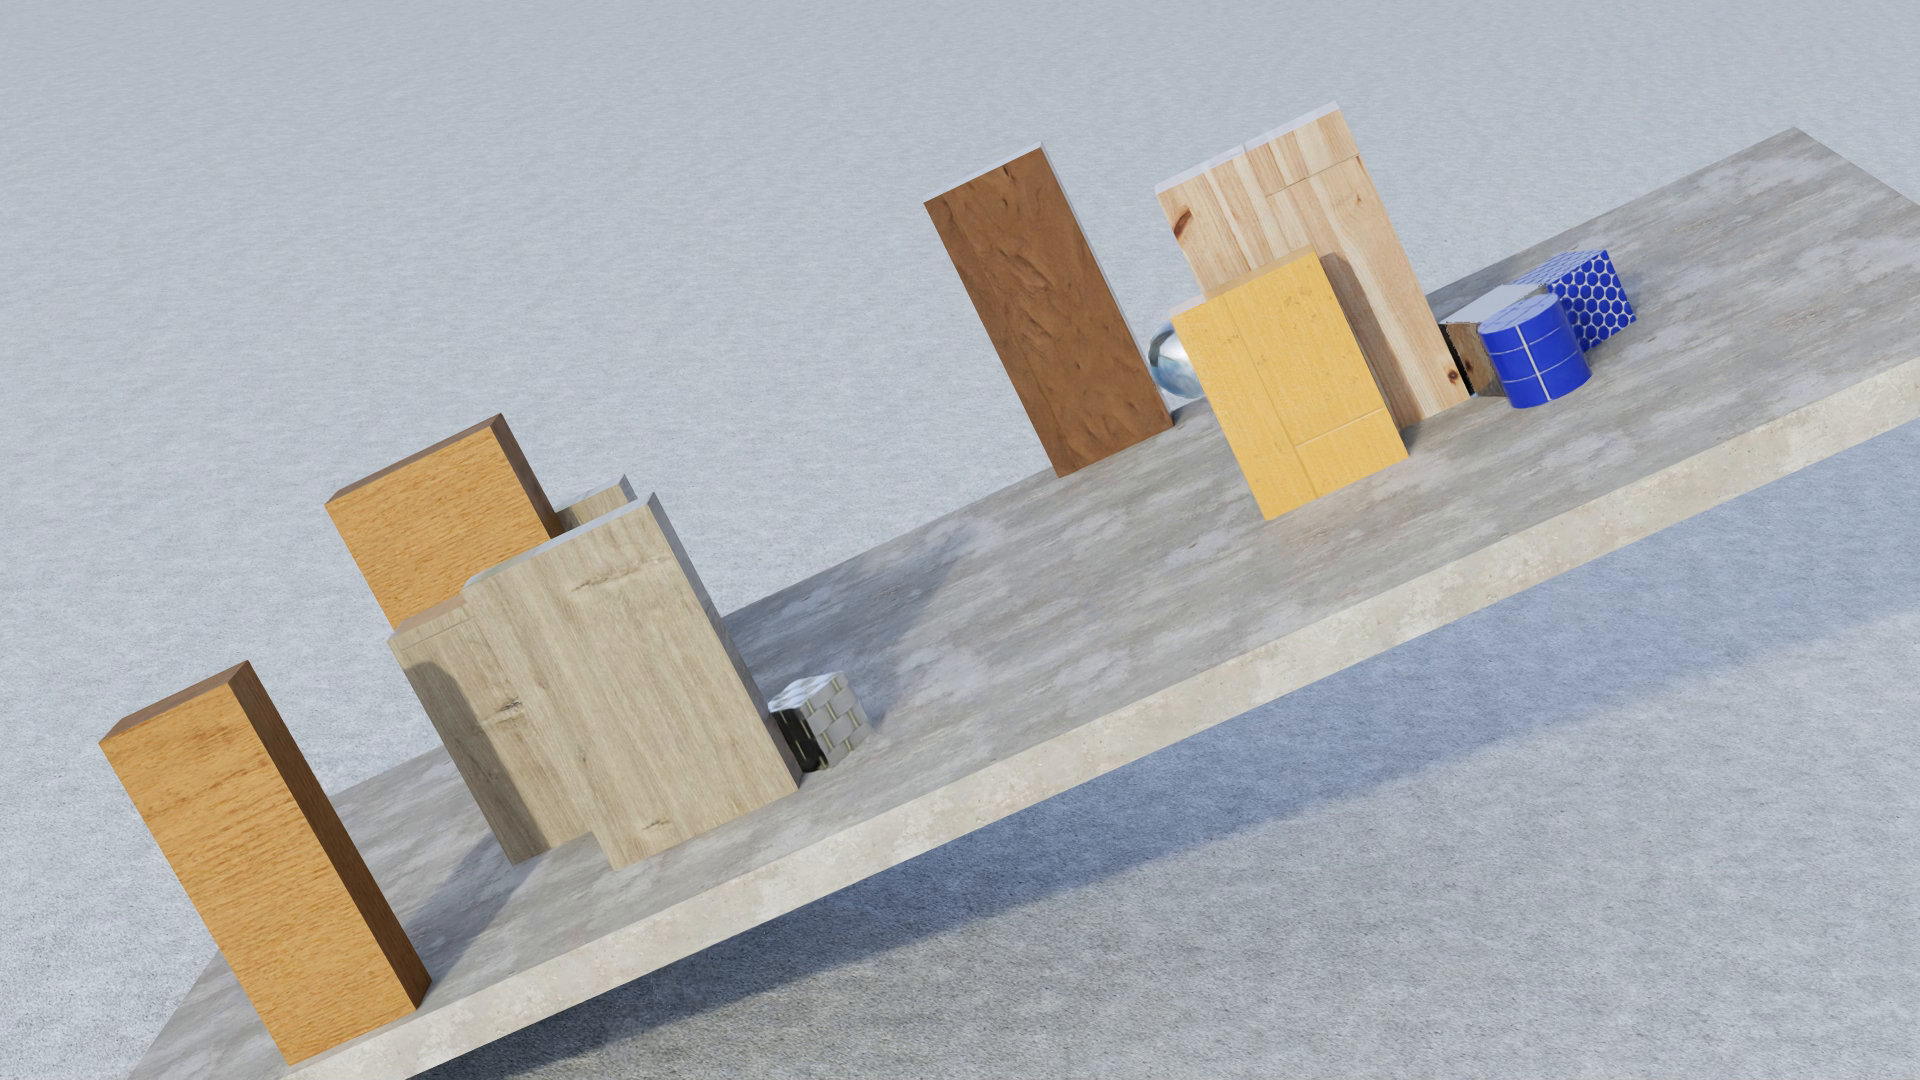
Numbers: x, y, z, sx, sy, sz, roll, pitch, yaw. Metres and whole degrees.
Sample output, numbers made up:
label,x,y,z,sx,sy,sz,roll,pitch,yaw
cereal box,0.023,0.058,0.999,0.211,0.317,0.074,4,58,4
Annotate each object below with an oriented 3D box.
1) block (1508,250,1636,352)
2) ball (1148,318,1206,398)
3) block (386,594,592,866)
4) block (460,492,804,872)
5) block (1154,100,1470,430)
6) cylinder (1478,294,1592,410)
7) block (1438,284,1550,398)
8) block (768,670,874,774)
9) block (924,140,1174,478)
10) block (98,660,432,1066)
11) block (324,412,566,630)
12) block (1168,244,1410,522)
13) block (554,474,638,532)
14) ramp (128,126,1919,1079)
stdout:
label,x,y,z,sx,sy,sz,roll,pitch,yaw
block,1.254,-0.486,6.057,0.162,0.162,0.162,-31,14,-18
ball,0.550,-0.441,7.020,0.205,0.205,0.205,0,16,0
block,-0.857,0.337,6.130,0.440,0.547,0.137,-24,13,9
block,-0.634,0.280,5.723,0.408,0.638,0.090,-24,13,9
block,0.728,-0.514,6.078,0.407,0.662,0.125,-24,13,9
cylinder,1.140,-0.374,5.834,0.170,0.170,0.170,-25,13,6
block,1.117,-0.407,6.006,0.169,0.169,0.169,-31,14,-18
block,-0.290,0.364,5.828,0.142,0.142,0.142,-13,19,44
block,0.215,-0.545,7.000,0.305,0.741,0.101,-24,13,9
block,-1.306,0.613,5.559,0.279,0.722,0.135,-24,13,9
block,-1.076,0.149,6.777,0.431,0.769,0.132,-24,13,9
block,0.659,-0.315,5.894,0.313,0.461,0.094,-24,13,9
block,-0.790,0.129,6.886,0.261,0.502,0.089,-24,13,9
ramp,0.137,0.168,6.281,4.000,0.100,2.000,-24,13,9
